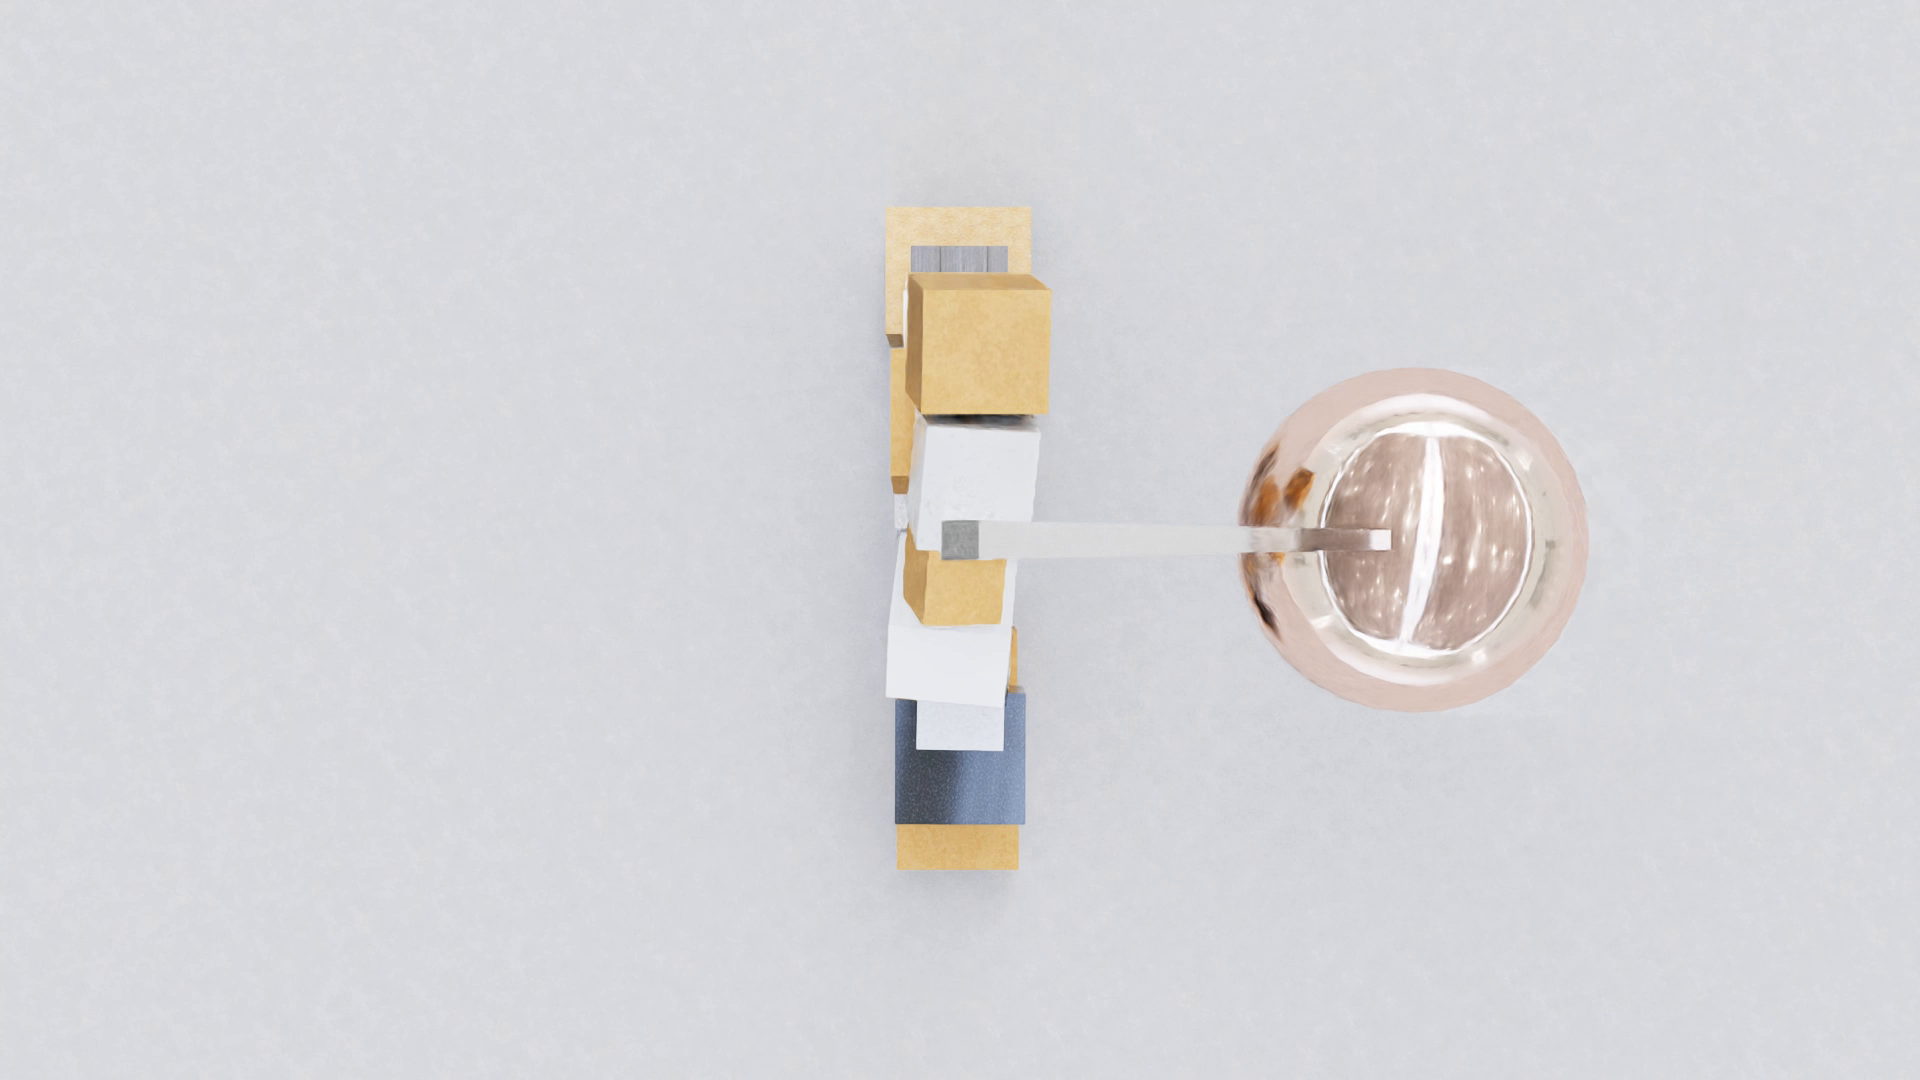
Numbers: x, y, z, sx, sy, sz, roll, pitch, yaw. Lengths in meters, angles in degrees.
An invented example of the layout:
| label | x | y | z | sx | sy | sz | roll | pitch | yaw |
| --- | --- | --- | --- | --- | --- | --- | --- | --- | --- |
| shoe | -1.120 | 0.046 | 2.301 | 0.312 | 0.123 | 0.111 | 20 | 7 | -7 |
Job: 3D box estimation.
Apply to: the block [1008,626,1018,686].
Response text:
| label | x | y | z | sx | sy | sz | roll | pitch | yaw |
| --- | --- | --- | --- | --- | --- | --- | --- | --- | --- |
| block | -0.014 | 0.835 | 12.654 | 0.670 | 0.692 | 0.653 | 0 | 90 | 0 |

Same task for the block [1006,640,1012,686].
| label | x | y | z | sx | sy | sz | roll | pitch | yaw |
| --- | --- | --- | --- | --- | --- | --- | --- | --- | --- |
| block | 0.003 | 0.438 | 12.002 | 0.545 | 0.626 | 0.646 | 2 | 82 | 0 |

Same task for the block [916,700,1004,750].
| label | x | y | z | sx | sy | sz | roll | pitch | yaw |
| --- | --- | --- | --- | --- | --- | --- | --- | --- | --- |
| block | 0.006 | 0.830 | 11.462 | 0.445 | 0.407 | 0.425 | 1 | 102 | 0 |

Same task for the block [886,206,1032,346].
| label | x | y | z | sx | sy | sz | roll | pitch | yaw |
| --- | --- | --- | --- | --- | --- | --- | --- | --- | --- |
| block | -0.009 | -1.494 | 12.595 | 0.807 | 0.810 | 0.704 | 0 | 90 | 0 |

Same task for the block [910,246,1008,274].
| label | x | y | z | sx | sy | sz | roll | pitch | yaw |
| --- | --- | --- | --- | --- | --- | --- | --- | --- | --- |
| block | -0.004 | -1.293 | 11.921 | 0.516 | 0.539 | 0.534 | 0 | 90 | 0 |

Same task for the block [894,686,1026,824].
| label | x | y | z | sx | sy | sz | roll | pitch | yaw |
| --- | --- | --- | --- | --- | --- | --- | --- | --- | --- |
| block | 0.002 | 1.164 | 12.008 | 0.695 | 0.599 | 0.701 | 0 | 90 | 0 |

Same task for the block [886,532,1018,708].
| label | x | y | z | sx | sy | sz | roll | pitch | yaw |
| --- | --- | --- | --- | --- | --- | --- | --- | --- | --- |
| block | -0.039 | 0.392 | 10.772 | 0.580 | 0.547 | 0.594 | 5 | 48 | 1 |

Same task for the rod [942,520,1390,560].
| label | x | y | z | sx | sy | sz | roll | pitch | yaw |
| --- | --- | --- | --- | --- | --- | --- | --- | --- | --- |
| rod | 0.899 | 0.000 | 6.951 | 0.080 | 5.200 | 0.080 | 0 | 90 | 20 |

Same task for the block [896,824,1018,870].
| label | x | y | z | sx | sy | sz | roll | pitch | yaw |
| --- | --- | --- | --- | --- | --- | --- | --- | --- | --- |
| block | -0.012 | 1.509 | 12.659 | 0.683 | 0.682 | 0.675 | 0 | 90 | 0 |

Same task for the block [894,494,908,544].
| label | x | y | z | sx | sy | sz | roll | pitch | yaw |
| --- | --- | --- | --- | --- | --- | --- | --- | --- | --- |
| block | 0.006 | -0.352 | 11.414 | 0.673 | 0.766 | 0.702 | -1 | 82 | 0 |

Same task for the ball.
| label | x | y | z | sx | sy | sz | roll | pitch | yaw |
| --- | --- | --- | --- | --- | --- | --- | --- | --- | --- |
| ball | 2.074 | 0.000 | 10.141 | 1.600 | 1.600 | 1.600 | 0 | 90 | 0 |

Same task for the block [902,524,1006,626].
| label | x | y | z | sx | sy | sz | roll | pitch | yaw |
| --- | --- | --- | --- | --- | --- | --- | --- | --- | --- |
| block | -0.030 | 0.154 | 10.176 | 0.367 | 0.430 | 0.358 | 0 | 107 | -15 |

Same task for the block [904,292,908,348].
| label | x | y | z | sx | sy | sz | roll | pitch | yaw |
| --- | --- | --- | --- | --- | --- | --- | --- | --- | --- |
| block | 0.004 | -1.029 | 11.374 | 0.575 | 0.552 | 0.496 | 0 | 94 | 0 |

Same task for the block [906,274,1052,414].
| label | x | y | z | sx | sy | sz | roll | pitch | yaw |
| --- | --- | --- | --- | --- | --- | --- | --- | --- | --- |
| block | 0.075 | -0.886 | 9.852 | 0.564 | 0.546 | 0.544 | -1 | 105 | -9 |

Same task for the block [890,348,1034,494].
| label | x | y | z | sx | sy | sz | roll | pitch | yaw |
| --- | --- | --- | --- | --- | --- | --- | --- | --- | --- |
| block | 0.011 | -0.573 | 10.783 | 0.684 | 0.545 | 0.619 | 0 | 82 | 0 |

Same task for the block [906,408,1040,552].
| label | x | y | z | sx | sy | sz | roll | pitch | yaw |
| --- | --- | --- | --- | --- | --- | --- | --- | --- | --- |
| block | 0.052 | -0.296 | 10.024 | 0.504 | 0.563 | 0.568 | 3 | 107 | -7 |
